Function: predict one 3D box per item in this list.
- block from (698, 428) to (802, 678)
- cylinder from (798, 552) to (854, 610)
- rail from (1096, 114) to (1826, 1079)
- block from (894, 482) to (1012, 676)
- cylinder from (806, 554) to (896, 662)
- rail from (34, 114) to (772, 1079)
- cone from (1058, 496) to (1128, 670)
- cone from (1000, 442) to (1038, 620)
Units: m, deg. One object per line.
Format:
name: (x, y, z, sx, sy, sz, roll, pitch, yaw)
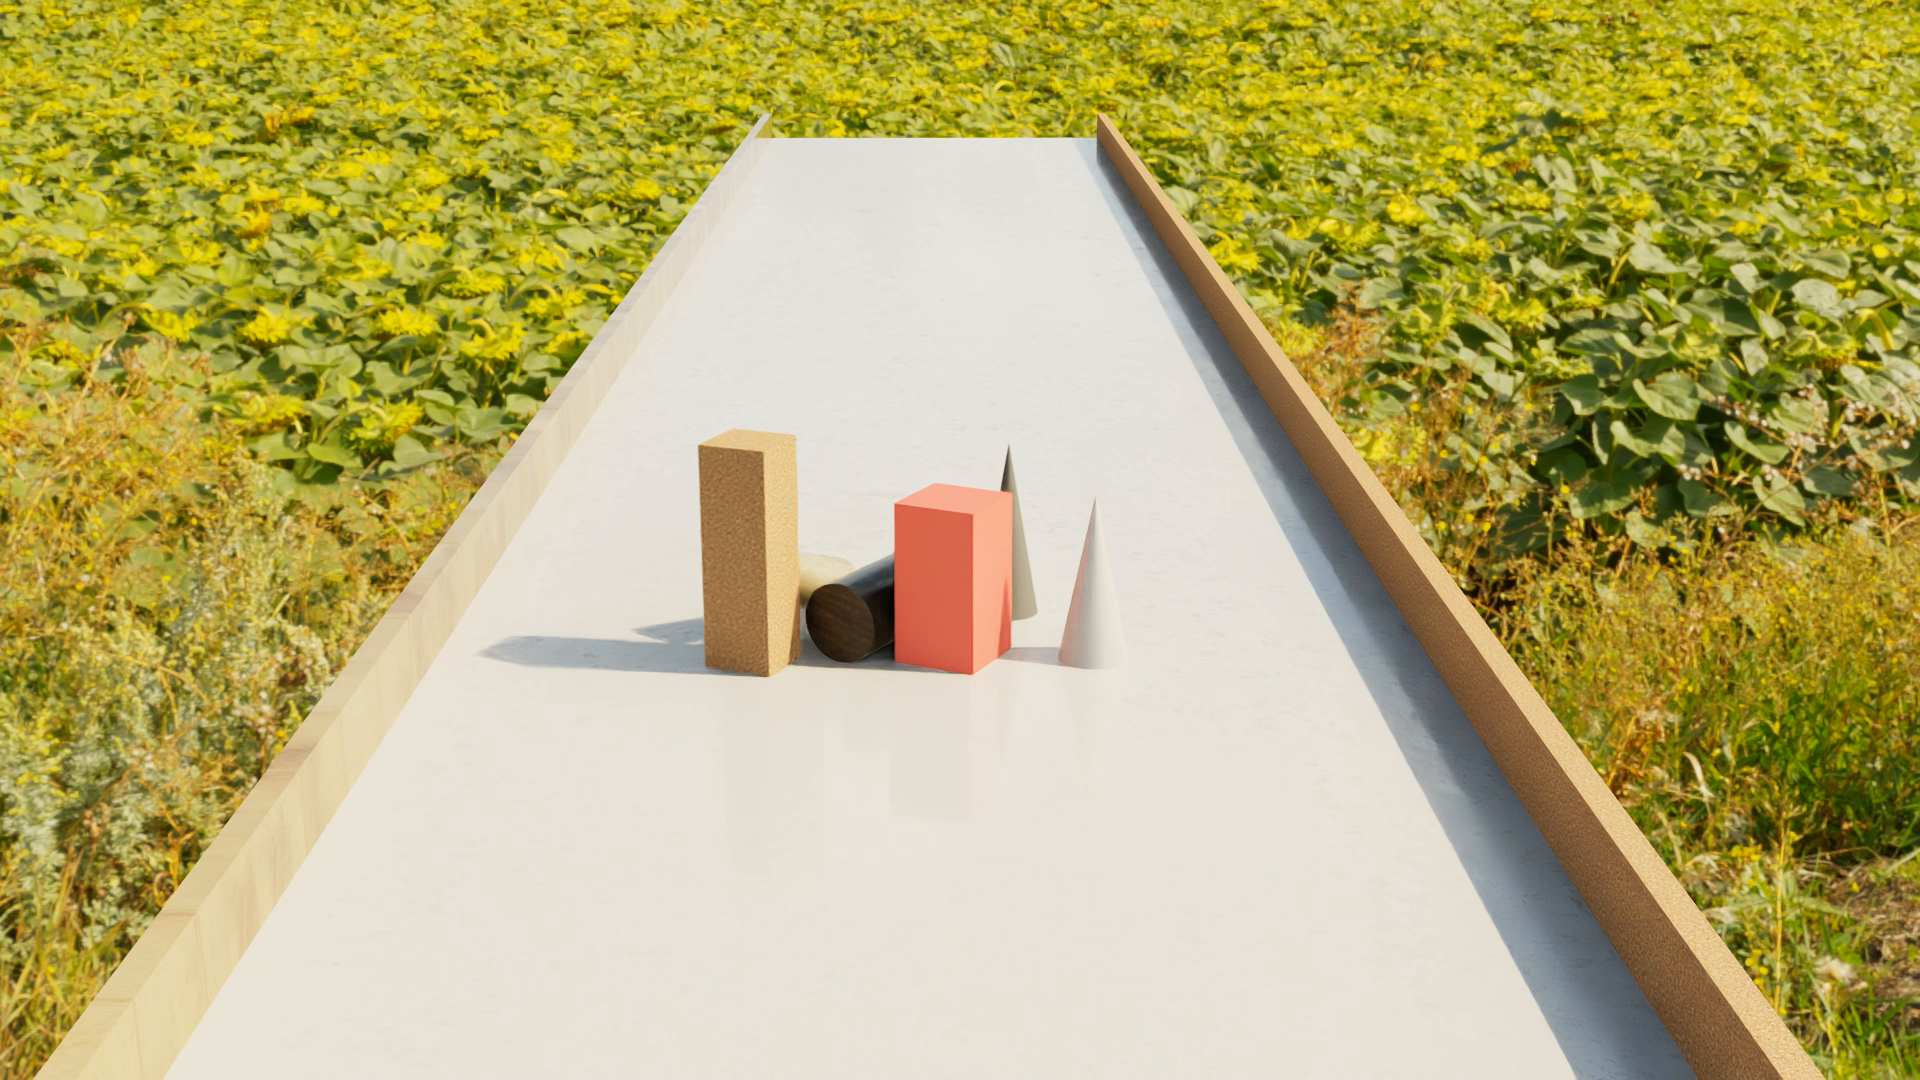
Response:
block: (-0.414, 0.025, 4.340, 0.142, 0.458, 0.142, 6, 18, 21)
cylinder: (-0.366, 0.080, 4.596, 0.301, 0.118, 0.118, 9, 5, -45)
rail: (0.932, -0.844, 7.801, 0.050, 0.150, 12.000, 0, 17, -1)
block: (-0.013, 0.075, 4.395, 0.174, 0.330, 0.174, 8, 18, 26)
cylinder: (-0.129, 0.113, 4.558, 0.165, 0.165, 0.431, 10, 19, 29)
rail: (-1.118, -0.838, 7.780, 0.050, 0.150, 12.000, 0, 17, -1)
cone: (0.268, 0.072, 4.381, 0.142, 0.344, 0.142, 0, 17, 0)
cone: (0.103, -0.026, 4.658, 0.129, 0.375, 0.129, 0, 17, 0)
